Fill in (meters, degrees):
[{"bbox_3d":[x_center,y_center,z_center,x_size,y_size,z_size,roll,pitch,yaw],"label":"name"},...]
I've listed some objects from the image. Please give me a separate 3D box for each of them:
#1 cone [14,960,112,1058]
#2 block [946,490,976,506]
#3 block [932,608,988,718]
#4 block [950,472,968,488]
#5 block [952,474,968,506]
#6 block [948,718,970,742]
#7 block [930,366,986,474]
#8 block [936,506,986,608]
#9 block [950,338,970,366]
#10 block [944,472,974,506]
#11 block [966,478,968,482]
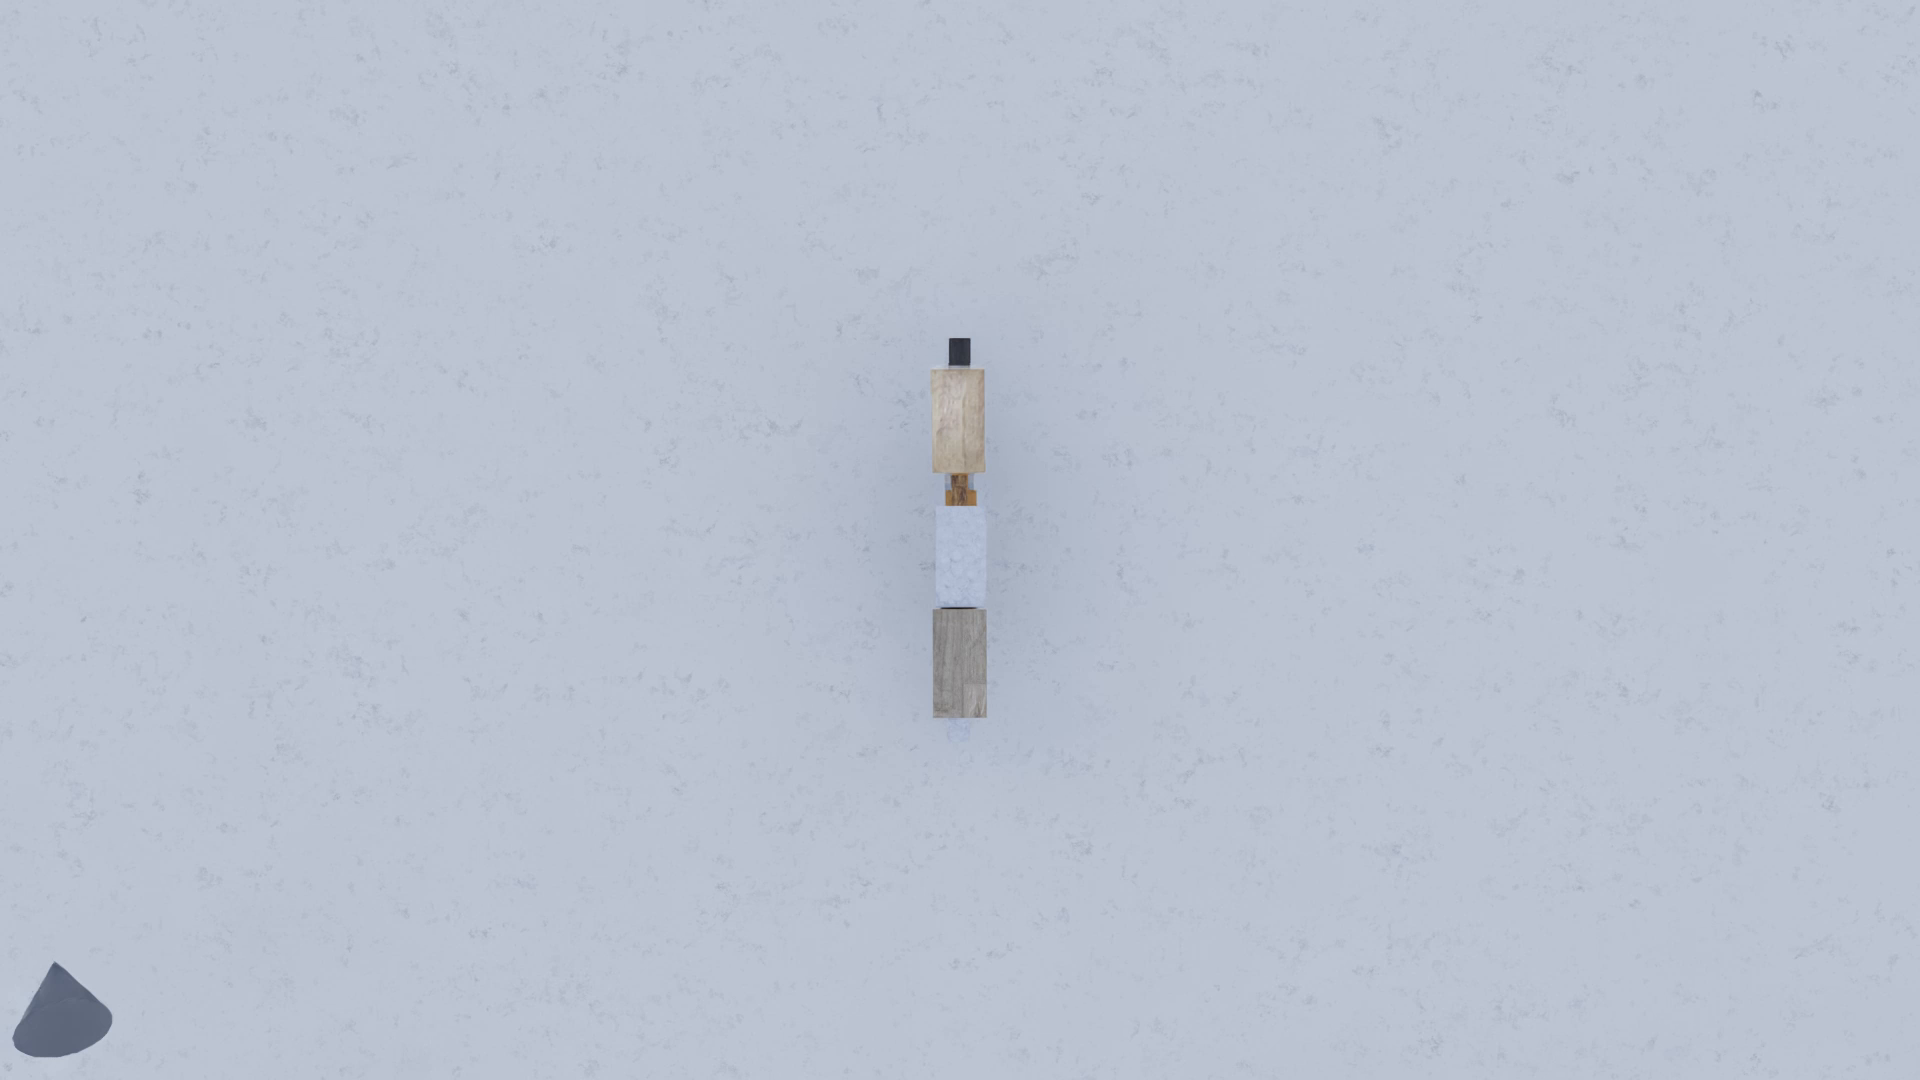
[{"bbox_3d":[-2.304,1.161,4.217,0.222,0.222,0.222,-37,50,0],"label":"cone"},{"bbox_3d":[0.003,-0.057,5.080,0.097,0.027,0.194,0,90,0],"label":"block"},{"bbox_3d":[-0.001,0.348,4.666,0.153,0.043,0.305,0,90,0],"label":"block"},{"bbox_3d":[-0.001,-0.215,5.168,0.054,0.015,0.109,0,90,0],"label":"block"},{"bbox_3d":[-0.002,-0.148,4.963,0.047,0.013,0.094,-2,92,0],"label":"block"},{"bbox_3d":[-0.005,0.579,5.341,0.074,0.021,0.148,0,90,0],"label":"block"},{"bbox_3d":[-0.004,-0.349,4.791,0.154,0.044,0.308,0,108,1],"label":"block"},{"bbox_3d":[0.003,0.047,4.686,0.143,0.041,0.286,0,90,0],"label":"block"},{"bbox_3d":[0.000,-0.584,5.350,0.070,0.020,0.140,0,90,0],"label":"block"},{"bbox_3d":[-0.002,-0.165,5.300,0.093,0.026,0.186,0,90,0],"label":"block"},{"bbox_3d":[-0.003,-0.181,5.064,0.047,0.191,0.013,-1,91,0],"label":"block"}]
